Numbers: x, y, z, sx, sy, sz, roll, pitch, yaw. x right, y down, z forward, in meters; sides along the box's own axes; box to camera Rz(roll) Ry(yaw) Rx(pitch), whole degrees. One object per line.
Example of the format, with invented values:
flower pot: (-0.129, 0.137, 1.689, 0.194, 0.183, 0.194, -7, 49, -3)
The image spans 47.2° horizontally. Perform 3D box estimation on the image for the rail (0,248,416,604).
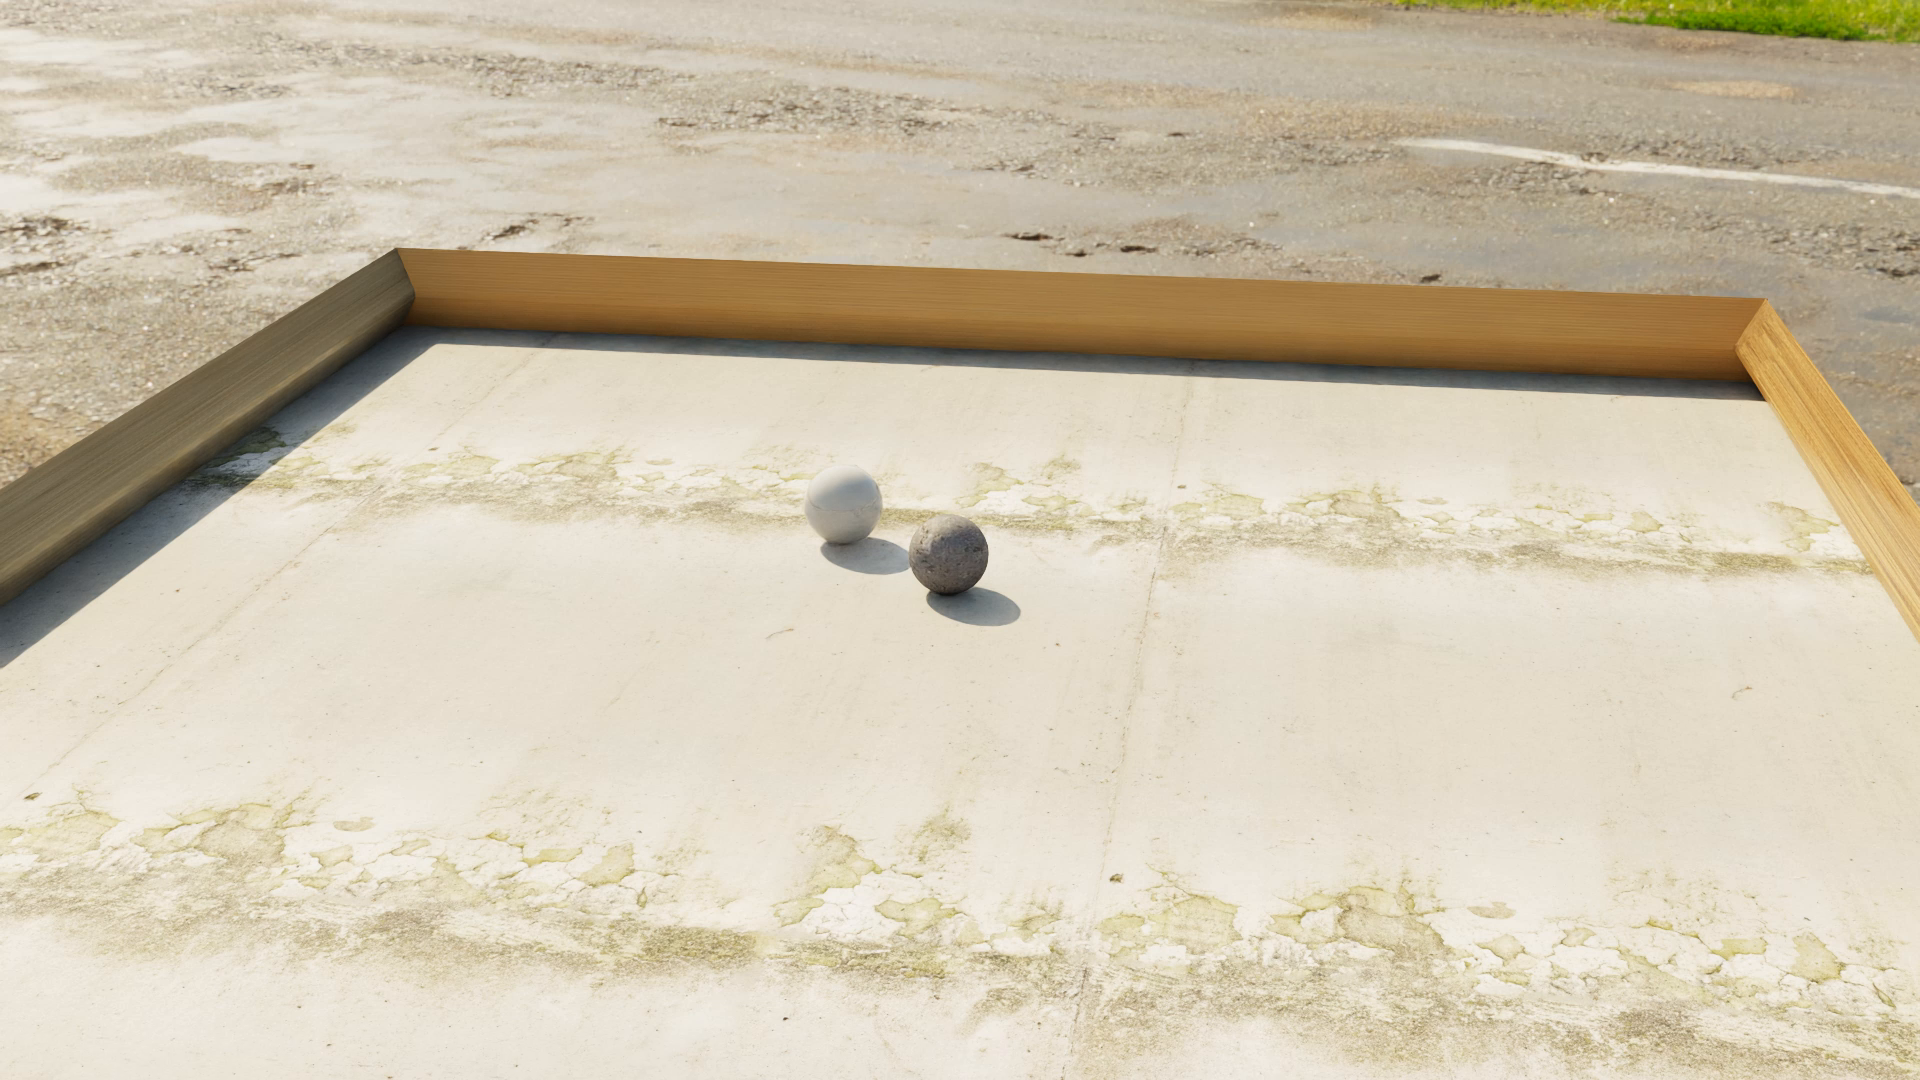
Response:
rail: (-1.147, 0.262, 1.785, 0.045, 0.124, 3.716, 3, 21, 8)

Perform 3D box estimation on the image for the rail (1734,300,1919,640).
rail: (0.870, 0.372, 1.501, 0.045, 0.124, 3.716, 3, 21, 8)

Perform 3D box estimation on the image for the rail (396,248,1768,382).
rail: (0.135, -0.340, 3.334, 2.087, 0.124, 0.045, 3, 21, 8)

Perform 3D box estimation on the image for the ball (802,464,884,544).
ball: (-0.139, -0.042, 2.610, 0.096, 0.096, 0.096, 0, 21, 0)

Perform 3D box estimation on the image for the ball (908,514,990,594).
ball: (-0.013, 0.016, 2.467, 0.091, 0.091, 0.091, 0, 21, 0)
